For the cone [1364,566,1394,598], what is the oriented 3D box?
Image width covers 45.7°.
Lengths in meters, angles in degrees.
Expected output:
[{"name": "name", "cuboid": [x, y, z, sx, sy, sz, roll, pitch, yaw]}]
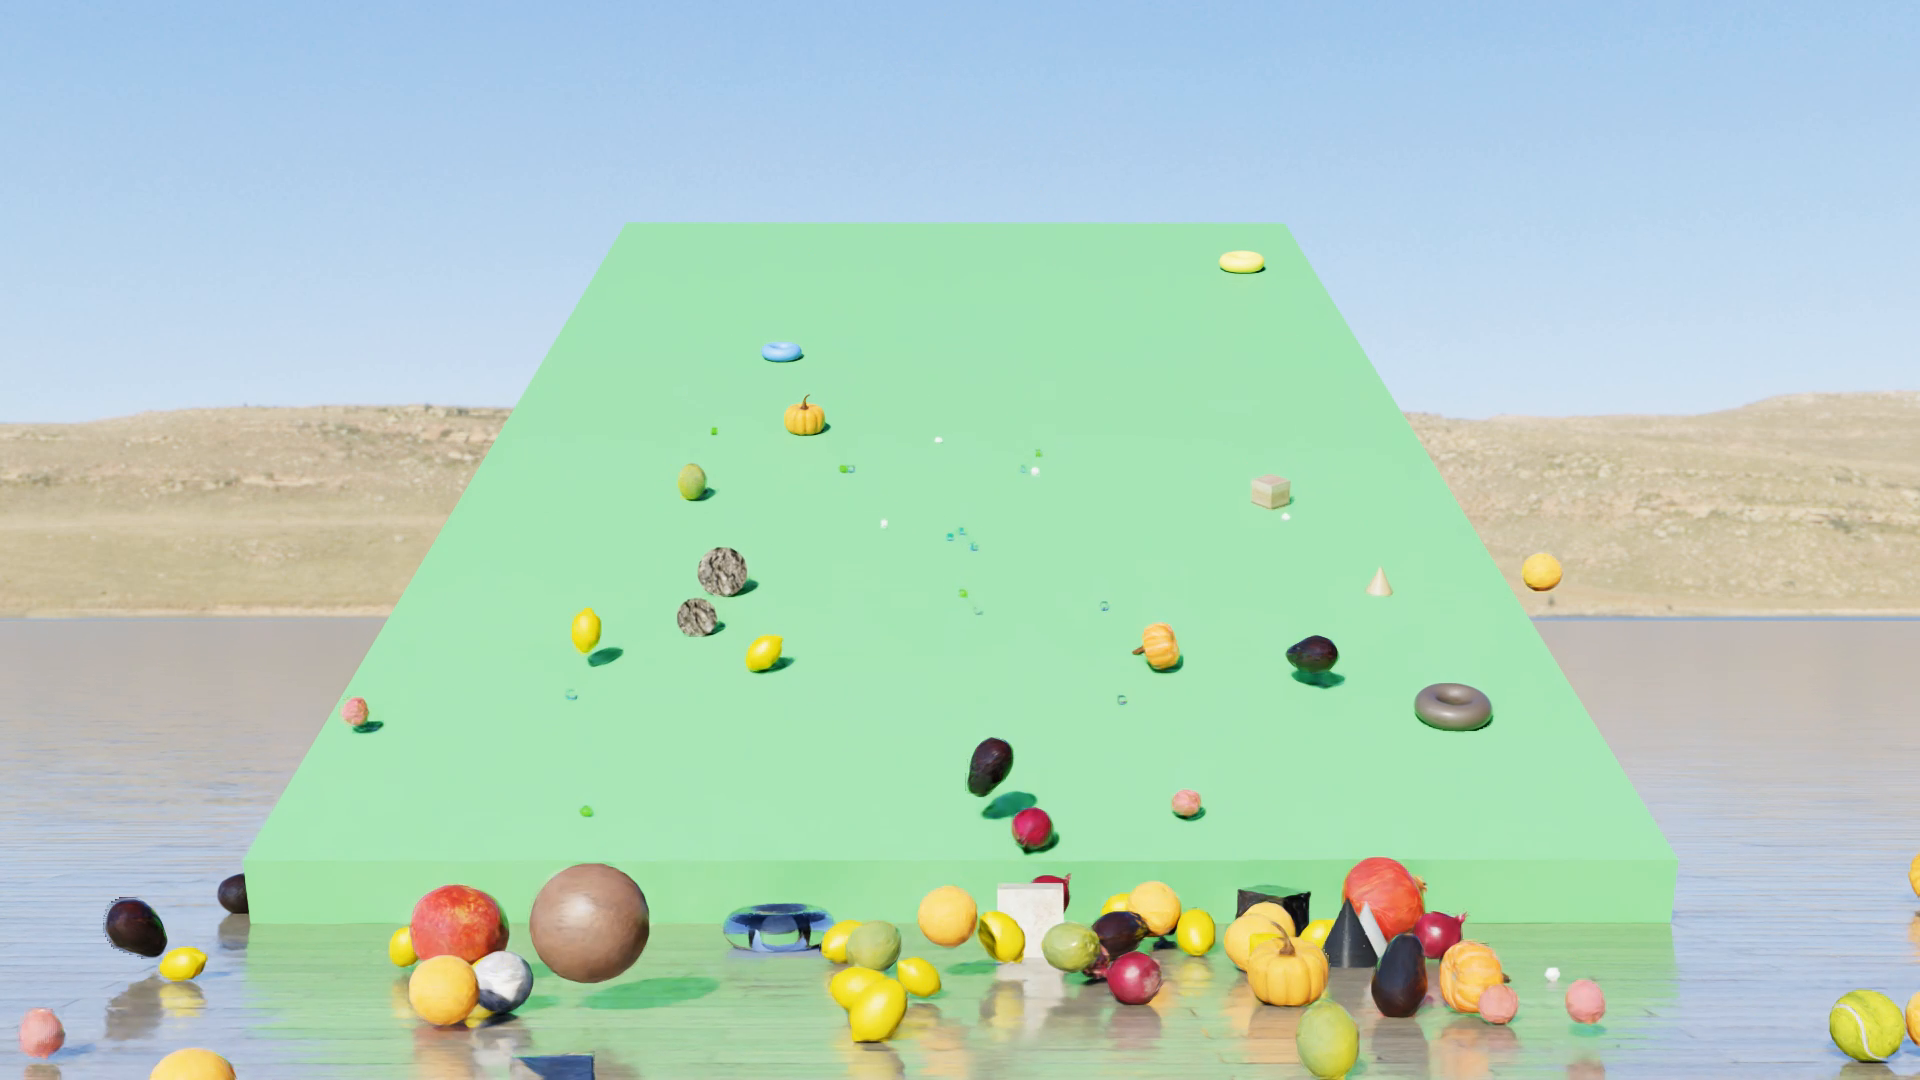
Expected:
[{"name": "cone", "cuboid": [0.757, 0.070, 4.099, 0.052, 0.052, 0.052, 0, 21, 0]}]

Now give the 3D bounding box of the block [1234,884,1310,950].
[{"name": "block", "cuboid": [0.412, 0.496, 2.996, 0.069, 0.069, 0.069, 4, 2, 40]}]

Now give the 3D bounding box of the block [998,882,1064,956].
[{"name": "block", "cuboid": [0.091, 0.489, 2.939, 0.084, 0.084, 0.084, 0, -2, 1]}]

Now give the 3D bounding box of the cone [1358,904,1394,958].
[{"name": "cone", "cuboid": [0.519, 0.496, 2.908, 0.067, 0.067, 0.067, 0, -2, 0]}]

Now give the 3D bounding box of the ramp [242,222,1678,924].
[{"name": "ramp", "cuboid": [-0.005, -0.212, 5.060, 2.000, 0.100, 4.000, 0, 21, 0]}]

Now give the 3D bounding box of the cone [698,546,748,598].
[{"name": "cone", "cuboid": [-0.422, 0.062, 4.130, 0.091, 0.091, 0.091, 0, -6, 4]}]

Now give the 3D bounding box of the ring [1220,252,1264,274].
[{"name": "ring", "cuboid": [0.787, -0.776, 6.360, 0.127, 0.042, 0.127, -1, 20, 0]}]

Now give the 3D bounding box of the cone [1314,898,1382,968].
[{"name": "cone", "cuboid": [0.484, 0.486, 2.841, 0.083, 0.083, 0.083, 0, -2, 0]}]

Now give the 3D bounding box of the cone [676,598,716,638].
[{"name": "cone", "cuboid": [-0.458, 0.137, 3.944, 0.069, 0.069, 0.069, 0, -6, -10]}]

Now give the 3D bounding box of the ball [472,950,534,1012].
[{"name": "ball", "cuboid": [-0.501, 0.483, 2.489, 0.067, 0.067, 0.067, 0, -2, 0]}]

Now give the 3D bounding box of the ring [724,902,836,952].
[{"name": "ring", "cuboid": [-0.238, 0.509, 2.991, 0.147, 0.049, 0.147, -1, -1, 0]}]

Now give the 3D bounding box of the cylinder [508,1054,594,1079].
[{"name": "cylinder", "cuboid": [-0.340, 0.462, 1.890, 0.068, 0.068, 0.068, 0, -2, -12]}]

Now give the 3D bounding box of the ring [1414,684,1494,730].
[{"name": "ring", "cuboid": [0.781, 0.264, 3.601, 0.124, 0.041, 0.124, 0, 22, 0]}]

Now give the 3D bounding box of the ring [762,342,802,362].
[{"name": "ring", "cuboid": [-0.433, -0.456, 5.519, 0.097, 0.032, 0.097, 1, 20, 0]}]

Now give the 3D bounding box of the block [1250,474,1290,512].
[{"name": "block", "cuboid": [0.619, -0.095, 4.532, 0.054, 0.054, 0.054, -16, 26, -36]}]
